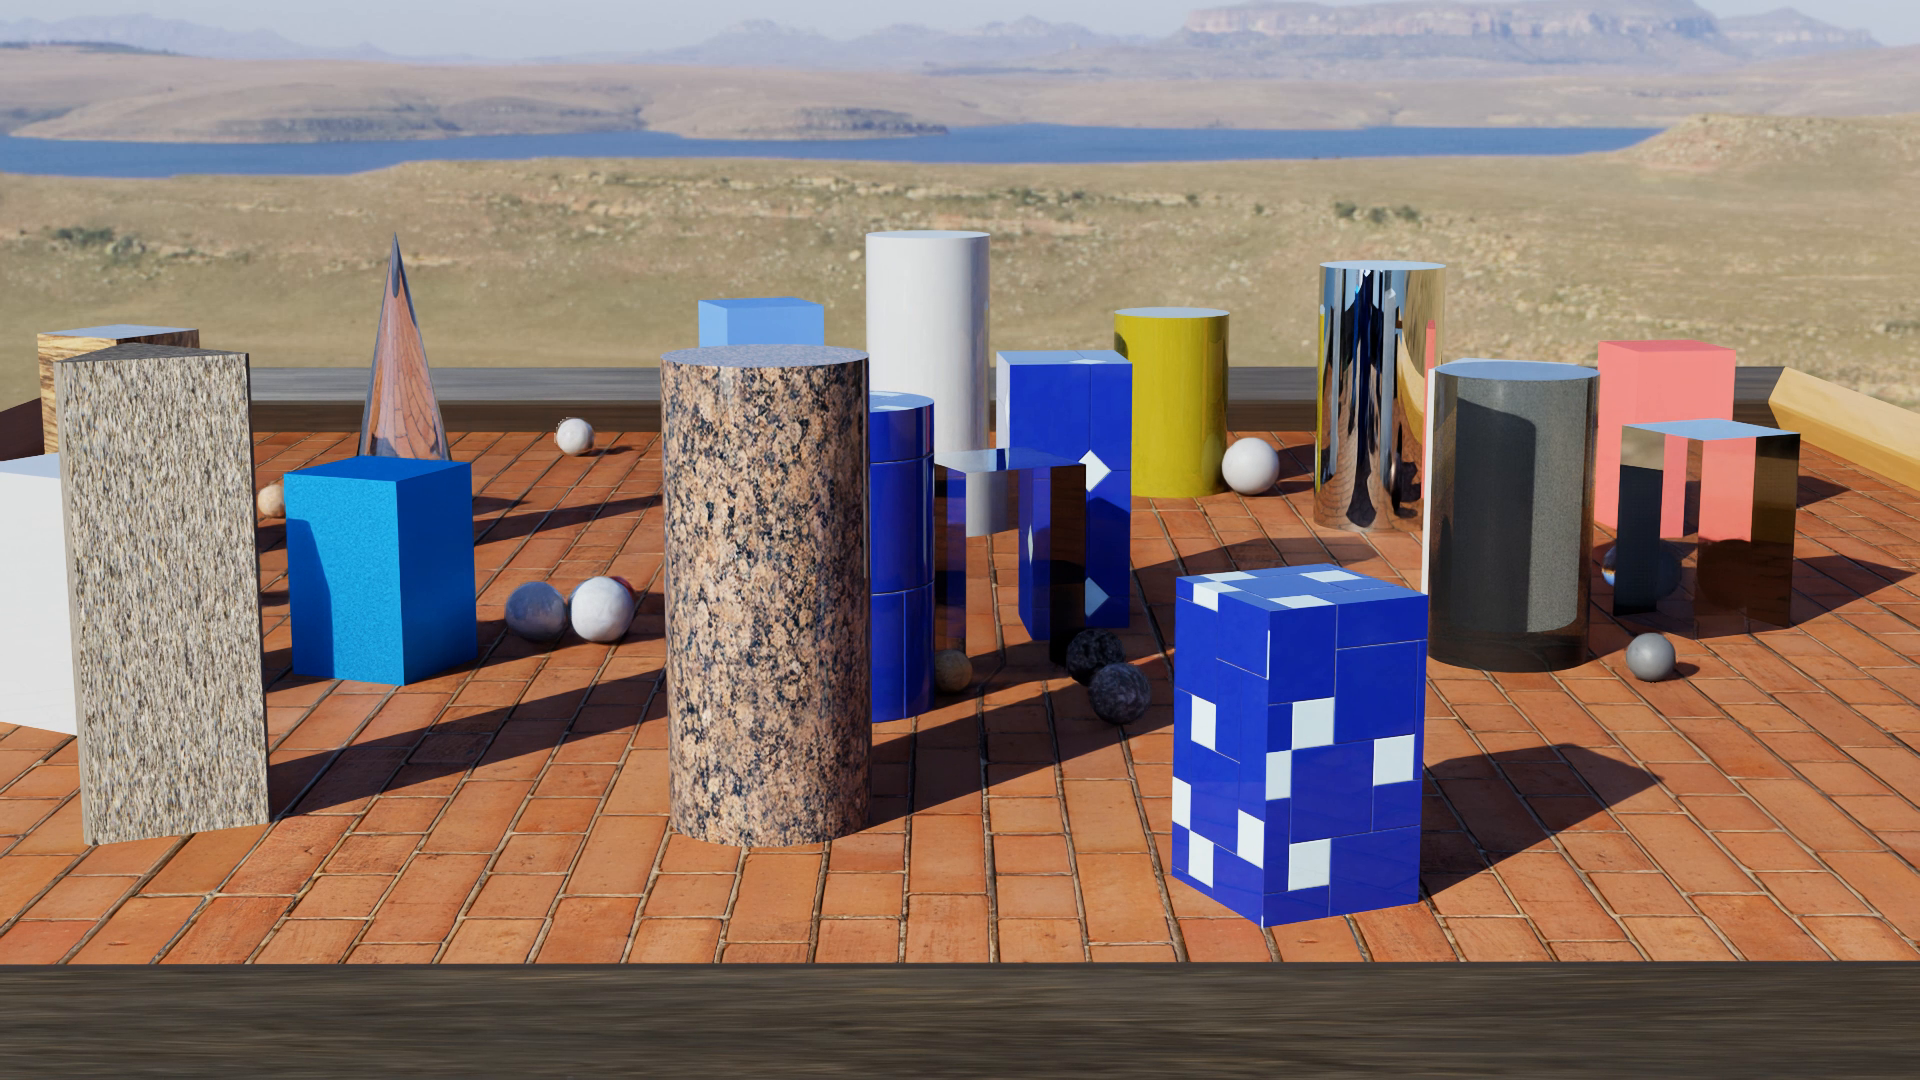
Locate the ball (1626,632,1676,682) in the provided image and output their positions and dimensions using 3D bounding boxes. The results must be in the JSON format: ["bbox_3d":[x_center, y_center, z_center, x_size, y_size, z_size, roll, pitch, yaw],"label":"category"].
[{"bbox_3d":[0.828,0.140,3.074,0.058,0.058,0.058,0,10,0],"label":"ball"}]

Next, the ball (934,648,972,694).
[{"bbox_3d":[-0.012,0.154,3.011,0.053,0.053,0.053,0,10,0],"label":"ball"}]

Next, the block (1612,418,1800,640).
[{"bbox_3d":[0.980,-0.018,3.375,0.159,0.259,0.159,-5,12,-24],"label":"block"}]

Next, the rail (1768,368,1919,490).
[{"bbox_3d":[1.647,0.032,3.458,0.045,0.129,3.480,0,10,0],"label":"rail"}]

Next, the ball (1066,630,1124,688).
[{"bbox_3d":[0.159,0.140,3.040,0.070,0.070,0.070,0,10,0],"label":"ball"}]

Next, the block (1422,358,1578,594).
[{"bbox_3d":[0.729,-0.070,3.464,0.159,0.329,0.159,5,12,27],"label":"block"}]

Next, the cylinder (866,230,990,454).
[{"bbox_3d":[-0.051,-0.259,4.123,0.199,0.461,0.199,0,10,0],"label":"cylinder"}]

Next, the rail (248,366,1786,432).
[{"bbox_3d":[-0.010,-0.279,5.136,3.342,0.129,0.045,0,10,0],"label":"rail"}]

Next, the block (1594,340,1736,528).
[{"bbox_3d":[1.119,-0.166,4.089,0.159,0.289,0.159,-2,11,-8],"label":"block"}]

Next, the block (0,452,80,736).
[{"bbox_3d":[-1.000,0.055,2.906,0.159,0.286,0.159,6,12,29],"label":"block"}]

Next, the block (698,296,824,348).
[{"bbox_3d":[-0.320,-0.207,4.142,0.159,0.352,0.159,-4,11,-21],"label":"block"}]

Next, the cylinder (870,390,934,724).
[{"bbox_3d":[-0.129,0.016,2.938,0.199,0.352,0.199,0,10,0],"label":"cylinder"}]

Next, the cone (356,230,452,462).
[{"bbox_3d":[-0.852,-0.231,3.909,0.199,0.483,0.199,0,10,0],"label":"cone"}]

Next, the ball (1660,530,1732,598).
[{"bbox_3d":[1.017,0.033,3.545,0.096,0.096,0.096,0,10,0],"label":"ball"}]

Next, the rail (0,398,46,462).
[{"bbox_3d":[-1.647,0.035,3.439,0.045,0.129,3.480,0,10,0],"label":"rail"}]

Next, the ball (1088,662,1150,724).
[{"bbox_3d":[0.178,0.172,2.870,0.069,0.069,0.069,0,10,0],"label":"ball"}]

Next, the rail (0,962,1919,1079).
[{"bbox_3d":[0.010,0.345,1.761,3.342,0.129,0.045,0,10,0],"label":"rail"}]

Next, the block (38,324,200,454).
[{"bbox_3d":[-1.232,-0.137,3.789,0.159,0.343,0.159,6,12,28],"label":"block"}]

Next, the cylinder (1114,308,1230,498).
[{"bbox_3d":[0.365,-0.241,4.448,0.199,0.307,0.199,0,10,0],"label":"cylinder"}]

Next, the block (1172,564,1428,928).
[{"bbox_3d":[0.298,0.177,2.274,0.159,0.277,0.159,-5,12,-24],"label":"block"}]

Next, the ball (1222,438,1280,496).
[{"bbox_3d":[0.499,-0.126,4.399,0.099,0.099,0.099,0,10,0],"label":"ball"}]

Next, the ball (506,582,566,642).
[{"bbox_3d":[-0.541,0.092,3.279,0.077,0.077,0.077,0,10,0],"label":"ball"}]

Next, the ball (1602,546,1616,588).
[{"bbox_3d":[0.934,0.038,3.604,0.066,0.066,0.066,0,10,0],"label":"ball"}]

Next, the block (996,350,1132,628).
[{"bbox_3d":[0.136,-0.069,3.406,0.159,0.348,0.159,-1,11,-5],"label":"block"}]

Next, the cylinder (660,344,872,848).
[{"bbox_3d":[-0.185,0.048,2.478,0.199,0.455,0.199,0,10,0],"label":"cylinder"}]

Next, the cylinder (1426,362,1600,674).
[{"bbox_3d":[0.684,-0.032,3.182,0.199,0.357,0.199,0,10,0],"label":"cylinder"}]

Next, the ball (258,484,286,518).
[{"bbox_3d":[-1.117,-0.063,4.180,0.054,0.054,0.054,0,10,0],"label":"ball"}]

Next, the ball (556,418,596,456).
[{"bbox_3d":[-0.725,-0.194,4.841,0.072,0.072,0.072,0,10,0],"label":"ball"}]

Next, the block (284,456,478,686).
[{"bbox_3d":[-0.705,0.034,3.131,0.159,0.246,0.159,4,11,22],"label":"block"}]

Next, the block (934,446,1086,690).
[{"bbox_3d":[0.044,0.030,3.115,0.159,0.259,0.159,-5,12,-25],"label":"block"}]

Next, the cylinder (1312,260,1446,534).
[{"bbox_3d":[0.671,-0.233,4.109,0.199,0.414,0.199,0,10,0],"label":"cylinder"}]

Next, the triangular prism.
[{"bbox_3d":[-0.782,0.044,2.490,0.172,0.458,0.149,-5,12,-26],"label":"triangular prism"}]

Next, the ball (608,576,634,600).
[{"bbox_3d":[-0.464,0.074,3.453,0.050,0.050,0.050,0,10,0],"label":"ball"}]

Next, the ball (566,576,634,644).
[{"bbox_3d":[-0.459,0.089,3.274,0.085,0.085,0.085,0,10,0],"label":"ball"}]
